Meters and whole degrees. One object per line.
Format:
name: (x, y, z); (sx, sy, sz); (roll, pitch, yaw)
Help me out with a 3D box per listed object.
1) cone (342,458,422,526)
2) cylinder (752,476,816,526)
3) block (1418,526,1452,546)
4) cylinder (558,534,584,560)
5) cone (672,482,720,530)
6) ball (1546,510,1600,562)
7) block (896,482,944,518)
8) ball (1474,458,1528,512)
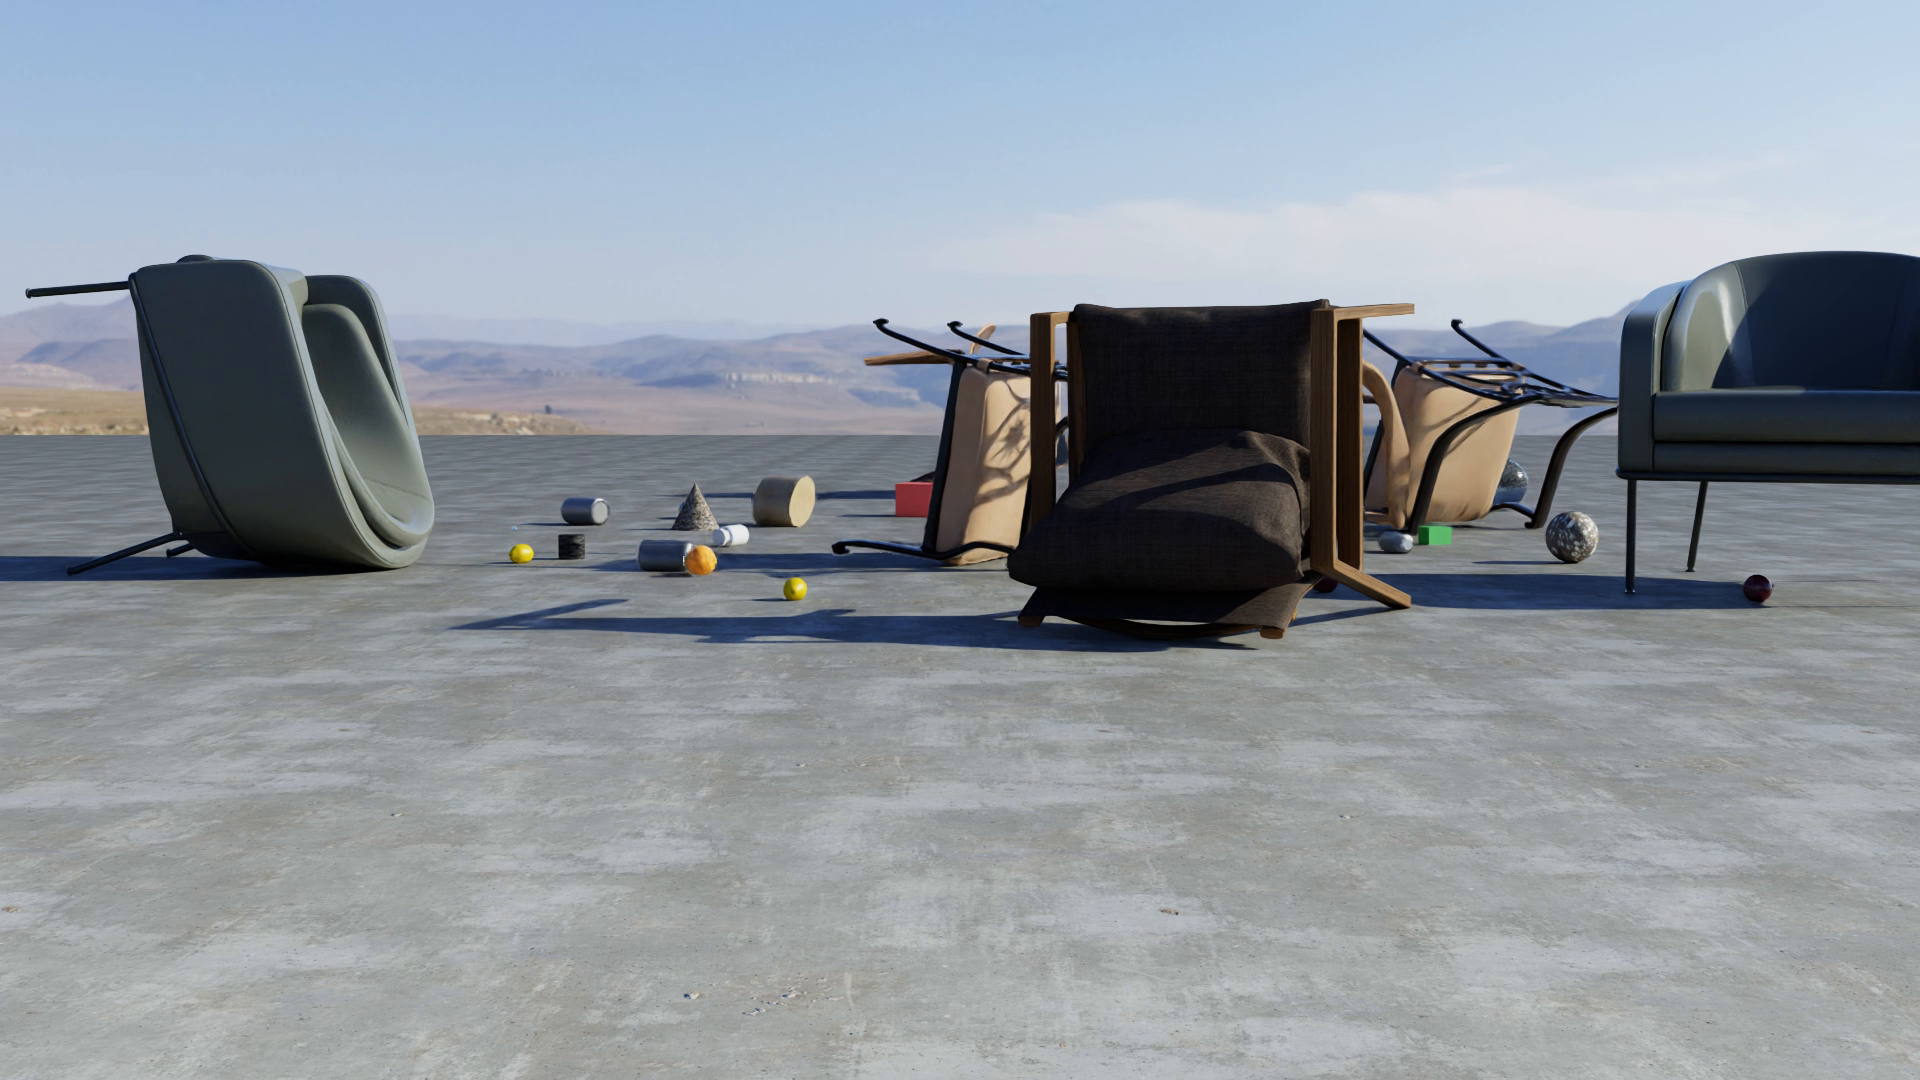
cone: (-1.978, -0.107, 7.295); (0.283, 0.242, 0.273); (-27, -22, 39)
cylinder: (-0.577, -0.128, 7.221); (0.148, 0.180, 0.128); (2, -31, 31)
block: (1.376, -0.013, 6.369); (0.076, 0.050, 0.054); (-1, 4, -21)
cylinder: (-1.027, 0.018, 5.817); (0.069, 0.064, 0.064); (1, 4, 11)
cone: (-0.846, -0.109, 7.033); (0.159, 0.151, 0.147); (1, 4, 14)
ball: (1.583, -0.008, 5.688); (0.134, 0.134, 0.134); (0, 4, 0)
block: (-0.143, -0.143, 7.792); (0.137, 0.115, 0.148); (1, 4, 12)
ball: (1.991, -0.203, 8.092); (0.193, 0.193, 0.193); (0, 4, 0)
